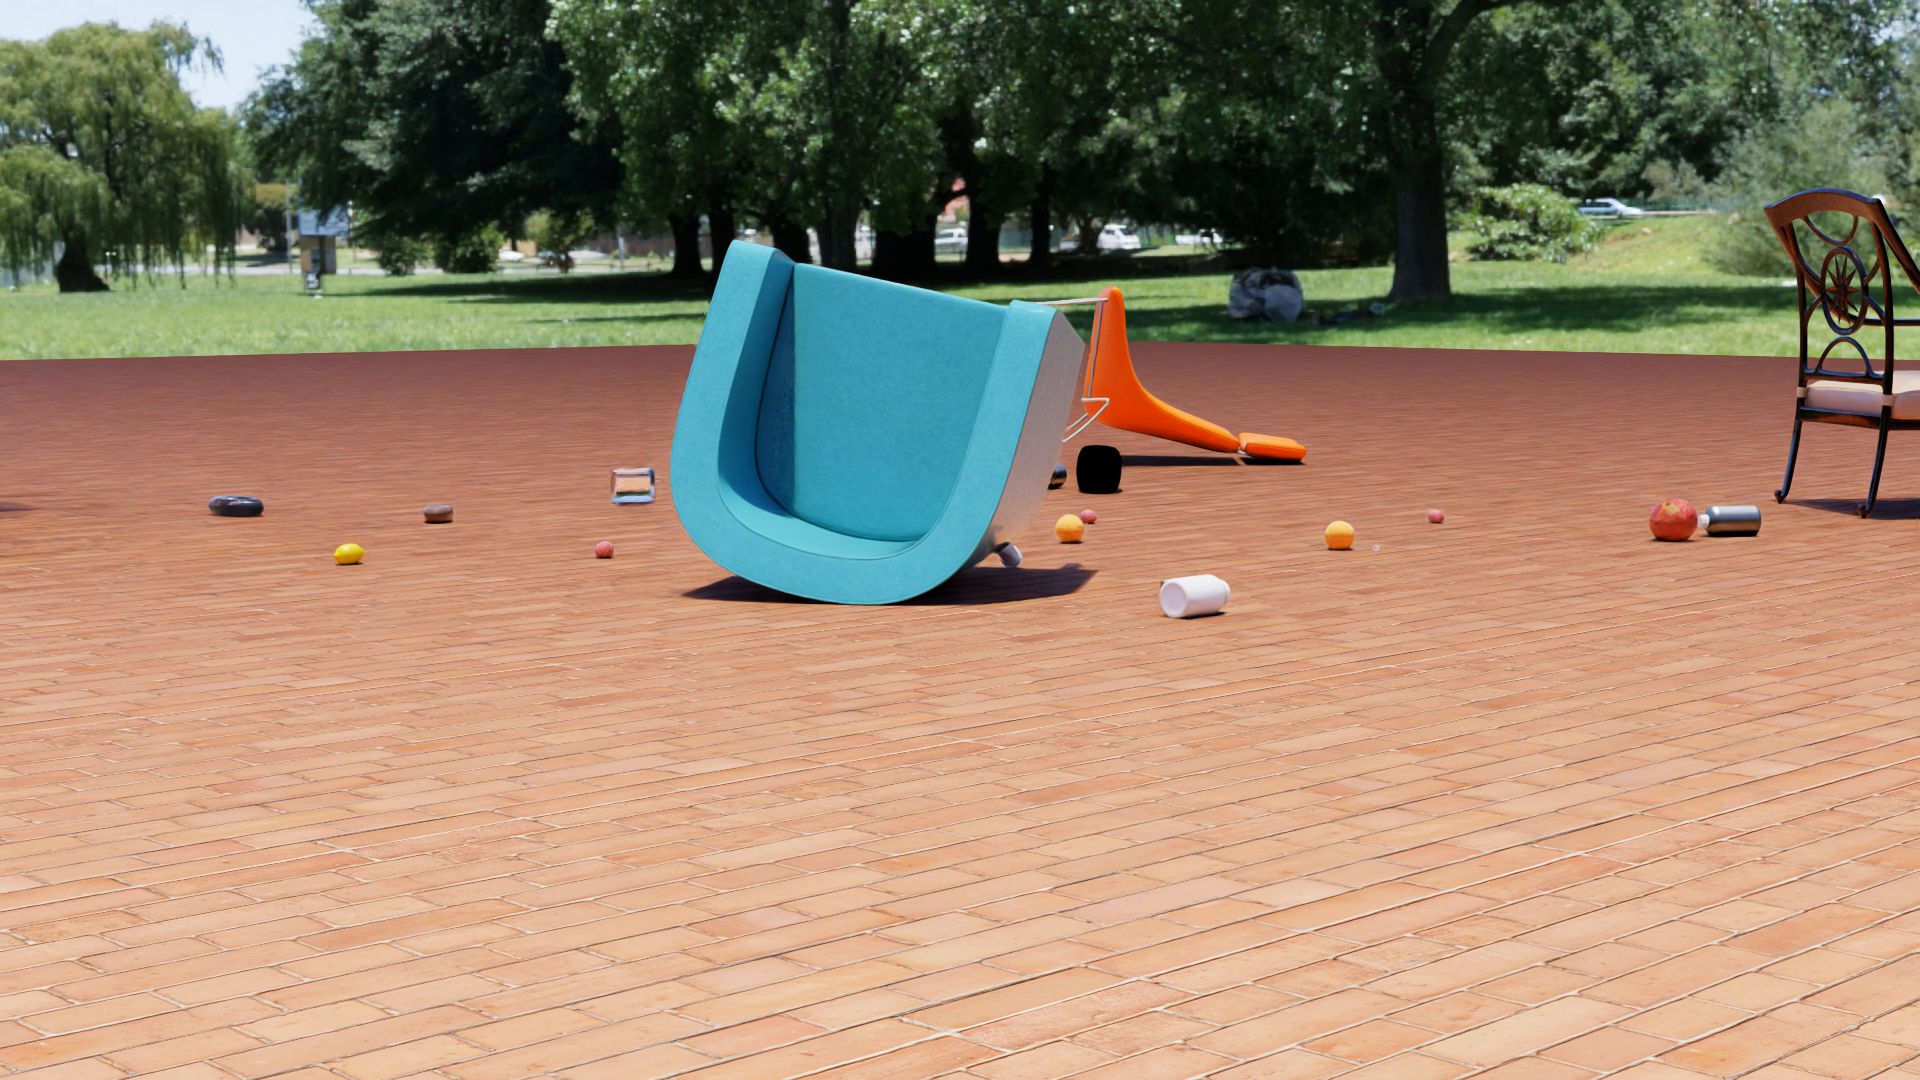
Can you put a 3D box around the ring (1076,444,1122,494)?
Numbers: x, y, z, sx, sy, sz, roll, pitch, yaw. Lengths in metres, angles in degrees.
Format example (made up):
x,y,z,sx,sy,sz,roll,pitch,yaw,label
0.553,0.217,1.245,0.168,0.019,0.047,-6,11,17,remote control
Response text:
x,y,z,sx,sy,sz,roll,pitch,yaw,label
0.427,-0.217,7.881,0.139,0.134,0.310,3,7,2,ring

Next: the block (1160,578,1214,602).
x,y,z,sx,sy,sz,roll,pitch,yaw,label
0.462,0.103,5.217,0.101,0.041,0.037,-1,6,-10,block

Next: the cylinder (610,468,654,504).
x,y,z,sx,sy,sz,roll,pitch,yaw,label
-0.949,-0.157,7.434,0.110,0.089,0.134,-2,-23,-15,cylinder

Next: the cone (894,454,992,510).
x,y,z,sx,sy,sz,roll,pitch,yaw,label
-0.021,-0.130,7.320,0.299,0.148,0.162,21,27,34,cone

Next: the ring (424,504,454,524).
x,y,z,sx,sy,sz,roll,pitch,yaw,label
-1.400,-0.070,6.888,0.078,0.043,0.133,2,5,-2,ring

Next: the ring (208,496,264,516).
x,y,z,sx,sy,sz,roll,pitch,yaw,label
-1.995,-0.092,7.071,0.184,0.050,0.110,5,8,31,ring
